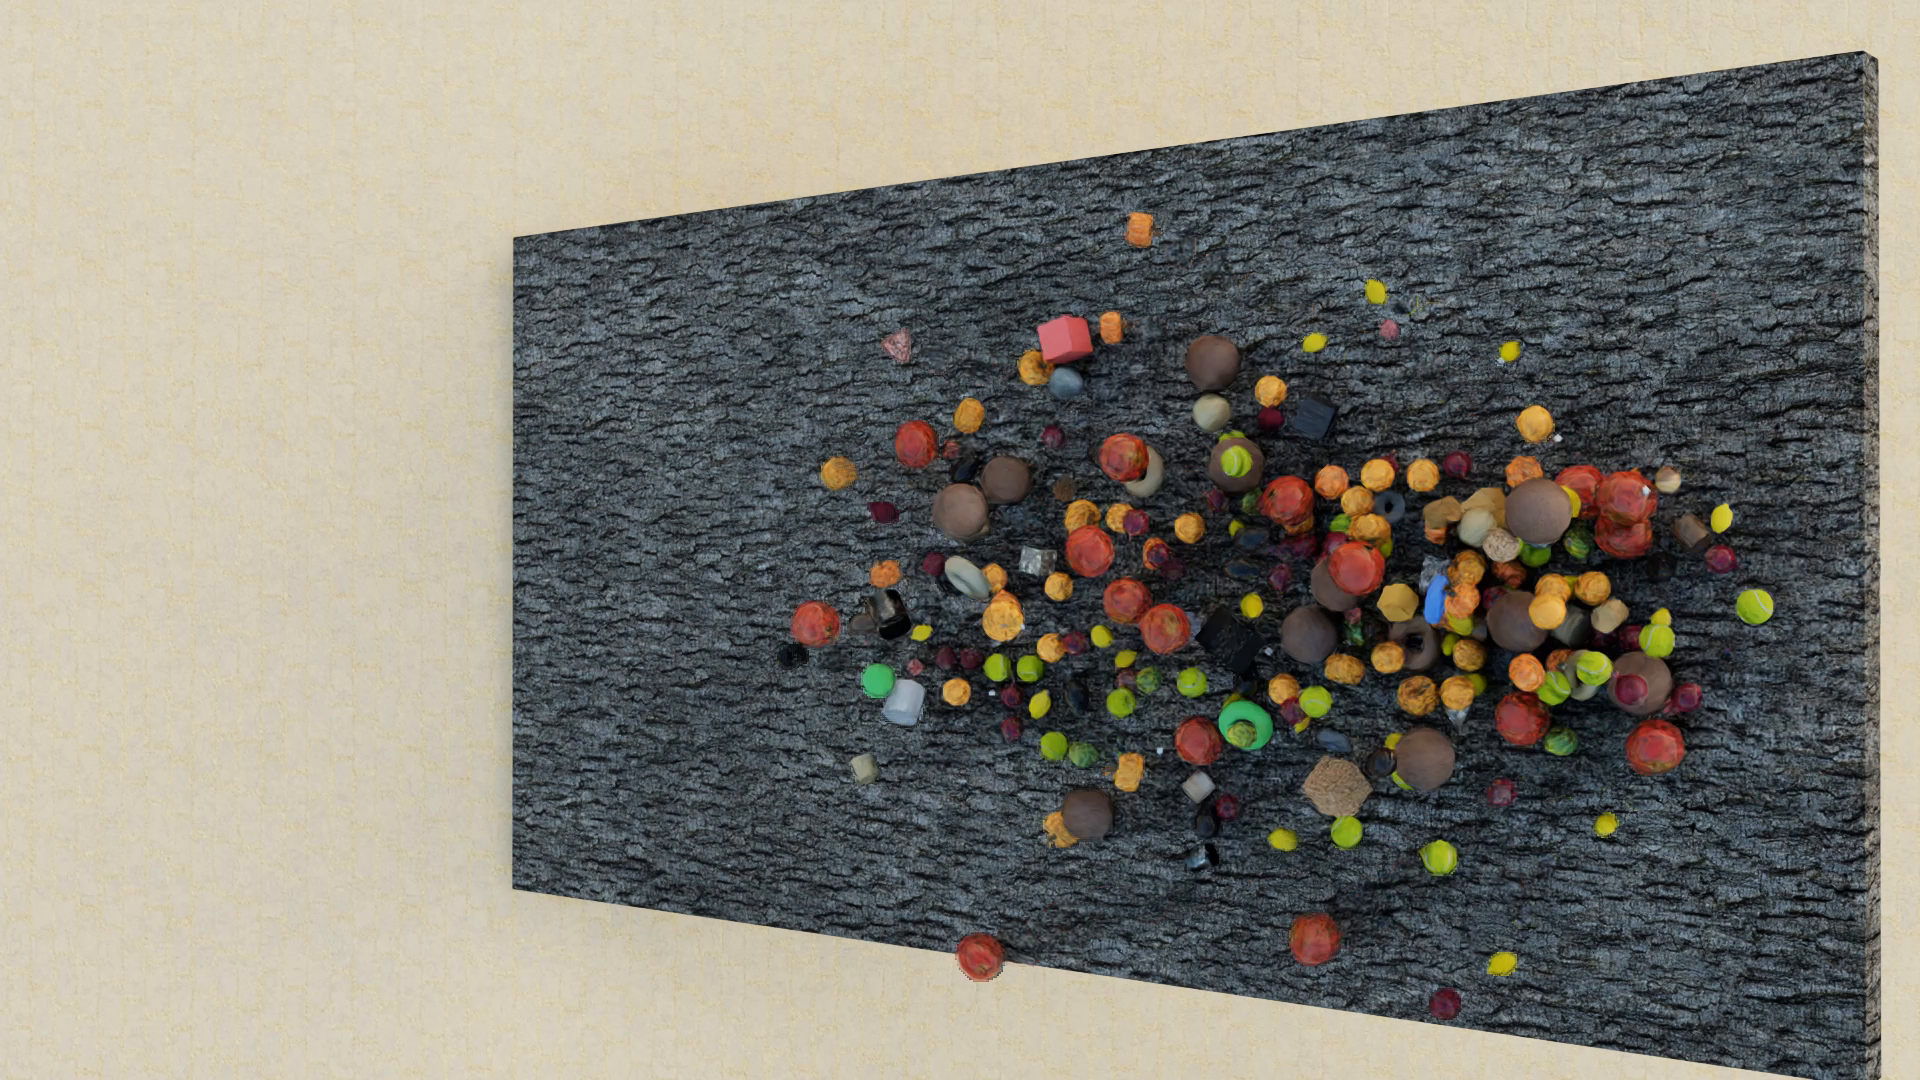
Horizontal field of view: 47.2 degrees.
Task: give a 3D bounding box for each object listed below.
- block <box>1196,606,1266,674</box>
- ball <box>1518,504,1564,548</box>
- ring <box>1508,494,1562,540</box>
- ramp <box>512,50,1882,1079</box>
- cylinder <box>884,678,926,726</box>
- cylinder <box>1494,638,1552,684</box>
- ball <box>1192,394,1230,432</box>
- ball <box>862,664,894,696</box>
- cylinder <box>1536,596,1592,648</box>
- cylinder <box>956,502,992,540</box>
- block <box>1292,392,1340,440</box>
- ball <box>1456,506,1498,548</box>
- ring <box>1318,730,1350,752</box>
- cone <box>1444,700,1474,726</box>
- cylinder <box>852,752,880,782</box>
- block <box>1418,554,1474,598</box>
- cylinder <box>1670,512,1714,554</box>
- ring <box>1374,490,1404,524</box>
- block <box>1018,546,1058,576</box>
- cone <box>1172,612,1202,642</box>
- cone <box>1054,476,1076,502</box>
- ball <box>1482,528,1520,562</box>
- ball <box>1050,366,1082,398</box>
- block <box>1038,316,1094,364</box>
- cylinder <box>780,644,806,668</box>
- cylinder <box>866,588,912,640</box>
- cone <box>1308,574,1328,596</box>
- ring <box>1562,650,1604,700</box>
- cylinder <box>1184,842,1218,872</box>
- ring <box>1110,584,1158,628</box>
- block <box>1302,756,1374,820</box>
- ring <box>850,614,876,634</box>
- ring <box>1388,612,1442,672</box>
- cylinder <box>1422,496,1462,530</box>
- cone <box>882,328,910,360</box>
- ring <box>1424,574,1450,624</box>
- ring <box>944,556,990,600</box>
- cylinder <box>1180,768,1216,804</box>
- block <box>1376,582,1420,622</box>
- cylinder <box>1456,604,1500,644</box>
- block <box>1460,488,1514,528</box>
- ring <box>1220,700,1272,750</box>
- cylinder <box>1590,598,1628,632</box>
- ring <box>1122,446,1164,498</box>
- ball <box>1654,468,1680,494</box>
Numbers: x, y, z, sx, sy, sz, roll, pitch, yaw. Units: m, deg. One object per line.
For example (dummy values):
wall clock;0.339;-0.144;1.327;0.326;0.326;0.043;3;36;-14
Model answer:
block;0.615;0.227;4.998;0.096;0.096;0.096;33;97;-30
ball;1.167;-0.027;4.418;0.091;0.091;0.091;0;90;0
ring;1.202;-0.046;4.593;0.120;0.120;0.040;-42;120;0
ramp;0.217;0.062;5.533;4.000;0.100;2.000;0;90;39
cylinder;-0.142;0.416;5.637;0.089;0.089;0.089;16;61;0
cylinder;1.184;0.255;4.625;0.090;0.090;0.090;1;91;42
ball;0.582;-0.295;5.088;0.088;0.088;0.088;0;90;0
ball;-0.208;0.355;5.604;0.082;0.082;0.082;0;90;0
cylinder;1.259;0.171;4.576;0.081;0.081;0.081;33;90;38
cylinder;0.034;-0.048;5.568;0.076;0.076;0.076;-13;79;0
block;0.799;-0.279;4.939;0.075;0.075;0.075;27;107;11
ball;1.083;-0.027;4.607;0.084;0.084;0.084;0;90;0
ring;0.831;0.446;4.888;0.078;0.078;0.026;22;70;0
cone;1.081;0.359;4.722;0.058;0.058;0.058;48;118;0
cylinder;-0.249;0.601;5.801;0.060;0.060;0.060;-22;73;0
block;1.050;0.077;4.750;0.077;0.077;0.077;15;99;38
cylinder;1.470;-0.012;4.418;0.060;0.060;0.060;-36;60;0
ring;0.949;-0.073;4.864;0.077;0.026;0.077;1;91;40
block;0.193;0.050;5.447;0.063;0.063;0.063;14;98;38
cone;0.542;0.208;5.162;0.071;0.071;0.071;-4;79;23
cone;0.245;-0.130;5.429;0.064;0.064;0.064;-3;97;-24
ball;1.071;0.009;4.351;0.069;0.069;0.069;0;90;0
ball;0.259;-0.386;5.385;0.082;0.082;0.082;0;90;0
block;0.258;-0.489;5.383;0.088;0.088;0.088;-20;77;37
cylinder;-0.453;0.313;5.965;0.052;0.052;0.052;-18;90;-41
cylinder;-0.180;0.189;5.596;0.091;0.091;0.091;-26;52;0
cone;0.816;0.102;4.936;0.050;0.050;0.050;1;87;-20
ring;1.274;0.277;4.504;0.035;0.105;0.105;5;90;-26
cylinder;0.566;0.744;5.147;0.057;0.057;0.057;-25;90;36
ring;0.415;0.158;5.228;0.130;0.130;0.043;36;119;0
block;0.835;0.548;4.866;0.092;0.092;0.092;-50;119;-20
ring;-0.221;0.216;5.728;0.134;0.134;0.045;-6;83;0
ring;0.995;0.225;4.814;0.131;0.044;0.131;1;92;39
cylinder;1.010;-0.057;4.608;0.058;0.058;0.058;13;67;-32
cone;-0.148;-0.519;5.666;0.076;0.076;0.076;37;116;0
ring;1.006;0.125;4.644;0.036;0.107;0.107;12;90;20
ring;0.018;0.094;5.481;0.136;0.136;0.045;41;71;0
cylinder;0.557;0.576;5.135;0.059;0.059;0.059;-40;90;-6
block;0.959;0.137;4.812;0.058;0.058;0.058;44;58;-25
cylinder;1.108;0.180;4.701;0.067;0.067;0.067;17;90;31
block;1.123;-0.050;4.685;0.087;0.087;0.087;-44;64;30
ring;0.653;0.422;5.022;0.128;0.043;0.128;13;124;20
cylinder;1.326;0.154;4.488;0.058;0.058;0.058;12;111;34
ring;0.438;-0.163;5.256;0.042;0.126;0.126;1;90;-39
ball;1.392;-0.117;4.327;0.051;0.051;0.051;0;90;0
